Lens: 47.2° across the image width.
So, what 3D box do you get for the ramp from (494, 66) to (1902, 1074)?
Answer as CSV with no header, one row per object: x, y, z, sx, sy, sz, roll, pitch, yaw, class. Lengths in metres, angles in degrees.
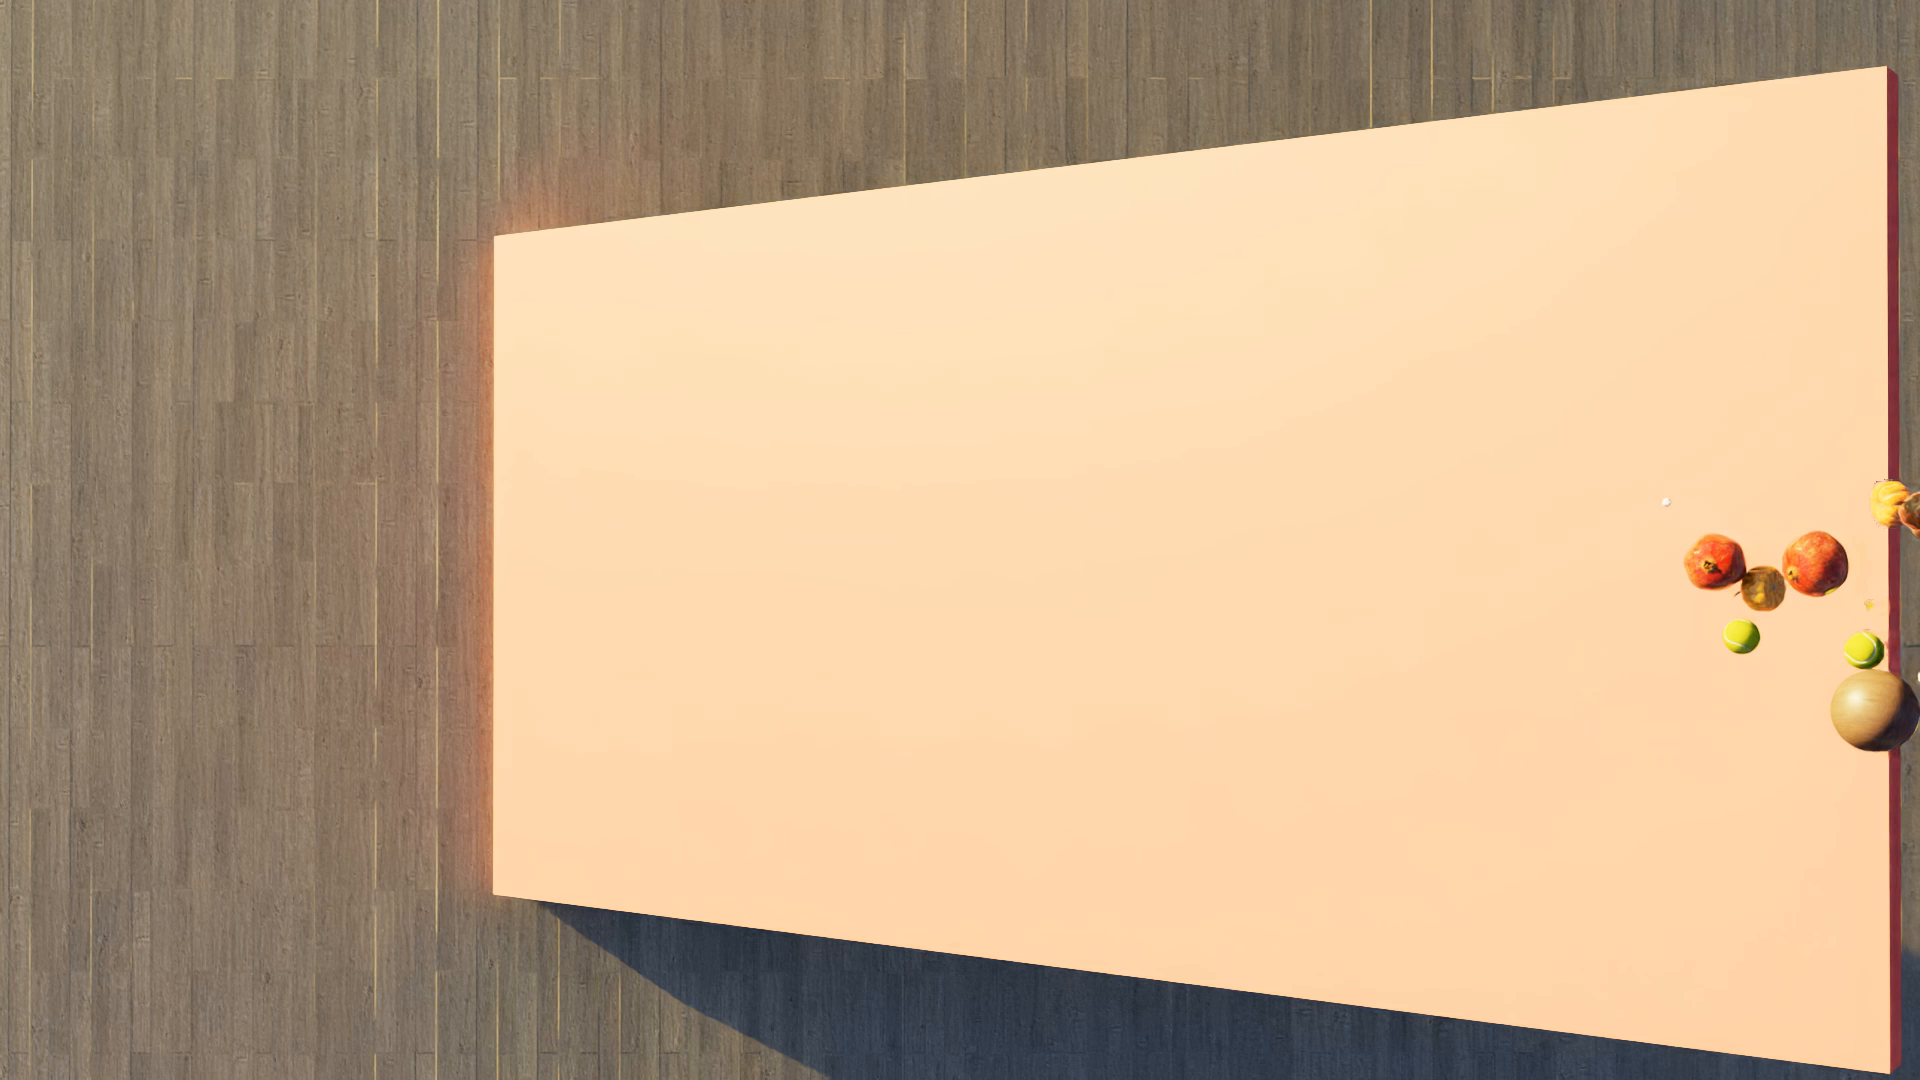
0.242,0.067,5.565,4.000,0.100,2.000,0,89,35,ramp

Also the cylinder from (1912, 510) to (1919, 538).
1.671,-0.039,3.744,0.074,0.074,0.074,6,125,0,cylinder
